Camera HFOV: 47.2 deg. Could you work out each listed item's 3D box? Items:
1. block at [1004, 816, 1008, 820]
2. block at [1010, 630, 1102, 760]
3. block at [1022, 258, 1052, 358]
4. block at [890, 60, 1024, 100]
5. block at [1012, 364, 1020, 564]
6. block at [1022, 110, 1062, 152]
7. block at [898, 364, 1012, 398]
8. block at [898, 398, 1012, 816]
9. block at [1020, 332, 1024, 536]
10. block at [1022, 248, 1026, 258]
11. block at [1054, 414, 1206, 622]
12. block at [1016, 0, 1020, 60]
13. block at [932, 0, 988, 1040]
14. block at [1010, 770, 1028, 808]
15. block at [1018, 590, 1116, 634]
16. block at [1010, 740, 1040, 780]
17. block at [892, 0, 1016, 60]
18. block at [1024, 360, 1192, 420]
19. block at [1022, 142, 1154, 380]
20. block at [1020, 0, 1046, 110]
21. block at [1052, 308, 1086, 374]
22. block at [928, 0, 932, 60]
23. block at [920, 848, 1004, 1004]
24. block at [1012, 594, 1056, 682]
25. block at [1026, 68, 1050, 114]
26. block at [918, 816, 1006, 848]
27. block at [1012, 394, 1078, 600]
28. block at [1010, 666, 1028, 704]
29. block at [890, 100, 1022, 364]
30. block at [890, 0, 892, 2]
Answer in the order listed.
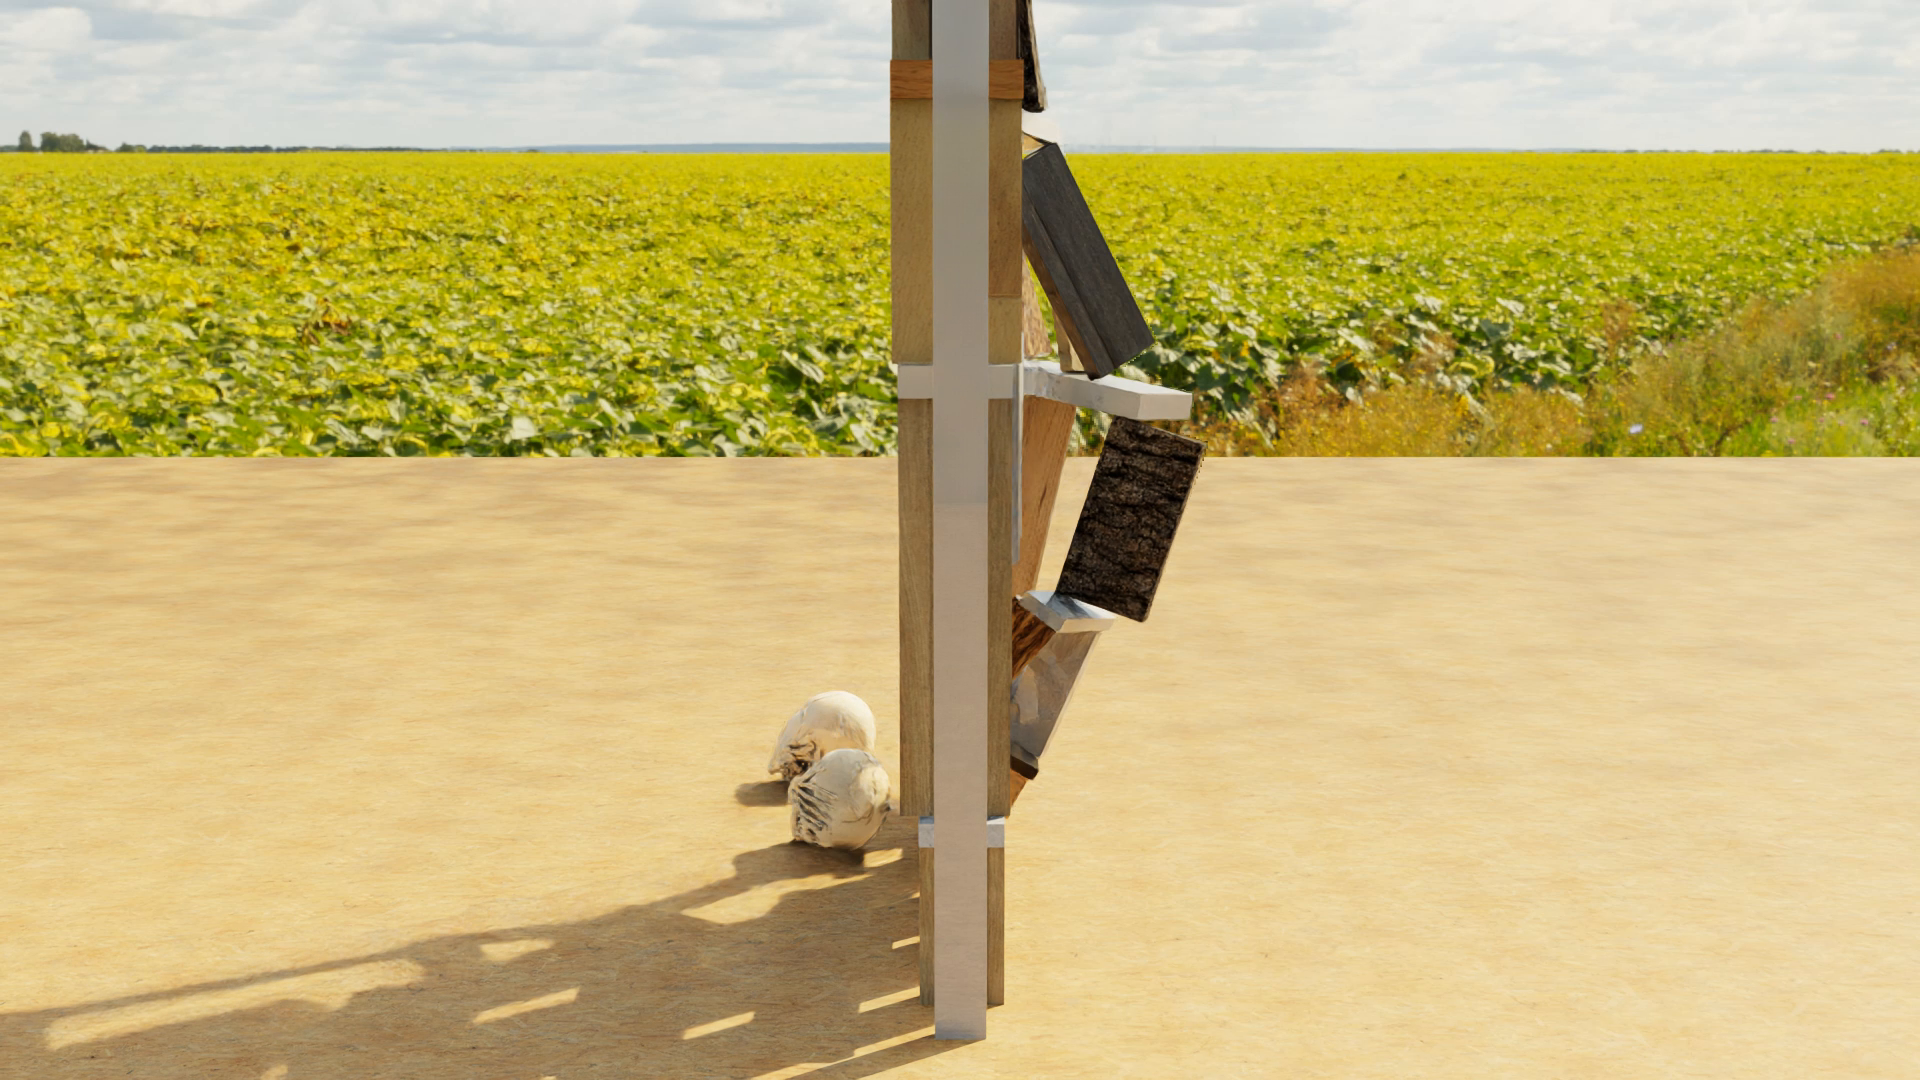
[{"bbox_3d":[0.013,0.265,3.409,0.127,0.337,0.036,0,10,1],"label":"block"},{"bbox_3d":[0.158,0.248,3.860,0.090,0.280,0.026,34,31,20],"label":"block"},{"bbox_3d":[0.101,-0.412,3.910,0.090,0.180,0.025,-10,-8,-44],"label":"block"},{"bbox_3d":[-0.007,-0.649,3.117,0.180,0.051,0.359,0,10,-1],"label":"block"},{"bbox_3d":[0.007,-0.135,3.435,0.171,0.341,0.048,0,6,3],"label":"block"},{"bbox_3d":[0.061,-0.678,3.641,0.130,0.037,0.261,-4,0,23],"label":"block"},{"bbox_3d":[-0.005,-0.246,3.177,0.159,0.045,0.318,0,11,1],"label":"block"},{"bbox_3d":[-0.007,0.094,3.132,0.159,0.607,0.045,0,10,0],"label":"block"},{"bbox_3d":[0.016,-0.175,3.665,0.171,0.341,0.048,2,8,15],"label":"block"},{"bbox_3d":[0.114,-0.518,3.871,0.090,0.025,0.180,-10,1,-39],"label":"block"},{"bbox_3d":[0.288,-0.037,3.729,0.159,0.318,0.045,20,8,11],"label":"block"},{"bbox_3d":[0.003,-0.787,3.367,0.175,0.435,0.050,0,21,2],"label":"block"},{"bbox_3d":[0.001,-0.034,2.953,0.072,1.489,0.021,0,11,0],"label":"block"},{"bbox_3d":[0.046,0.463,3.861,0.080,0.160,0.023,29,7,-8],"label":"block"},{"bbox_3d":[0.184,0.121,3.745,0.090,0.026,0.181,36,18,27],"label":"block"},{"bbox_3d":[0.096,0.376,3.906,0.080,0.023,0.160,29,9,-7],"label":"block"},{"bbox_3d":[-0.009,-0.825,2.998,0.170,0.339,0.048,0,10,-1],"label":"block"},{"bbox_3d":[0.227,-0.262,3.826,0.318,0.045,0.159,17,13,37],"label":"block"},{"bbox_3d":[0.191,-0.470,3.716,0.130,0.382,0.037,-35,16,-27],"label":"block"},{"bbox_3d":[0.026,-0.870,3.578,0.175,0.351,0.050,-5,15,14],"label":"block"},{"bbox_3d":[0.200,-0.382,3.835,0.026,0.180,0.090,-10,-4,38],"label":"block"},{"bbox_3d":[-0.006,-0.714,2.932,0.072,0.145,0.021,0,12,0],"label":"block"},{"bbox_3d":[0.003,0.552,3.197,0.123,0.247,0.035,0,11,0],"label":"block"},{"bbox_3d":[0.074,0.190,3.740,0.090,0.181,0.026,41,18,3],"label":"block"},{"bbox_3d":[0.059,-0.836,3.691,0.127,0.254,0.036,-8,16,19],"label":"block"},{"bbox_3d":[0.002,0.399,3.253,0.123,0.035,0.247,0,11,0],"label":"block"},{"bbox_3d":[0.072,0.037,3.971,0.159,0.634,0.045,0,19,-38],"label":"block"},{"bbox_3d":[0.115,0.277,3.939,0.053,0.105,0.015,-24,32,-15],"label":"block"},{"bbox_3d":[-0.005,-0.425,3.035,0.180,0.359,0.051,0,11,0],"label":"block"},{"bbox_3d":[0.008,-0.755,3.867,0.127,0.468,0.036,-24,10,-30],"label":"block"}]
